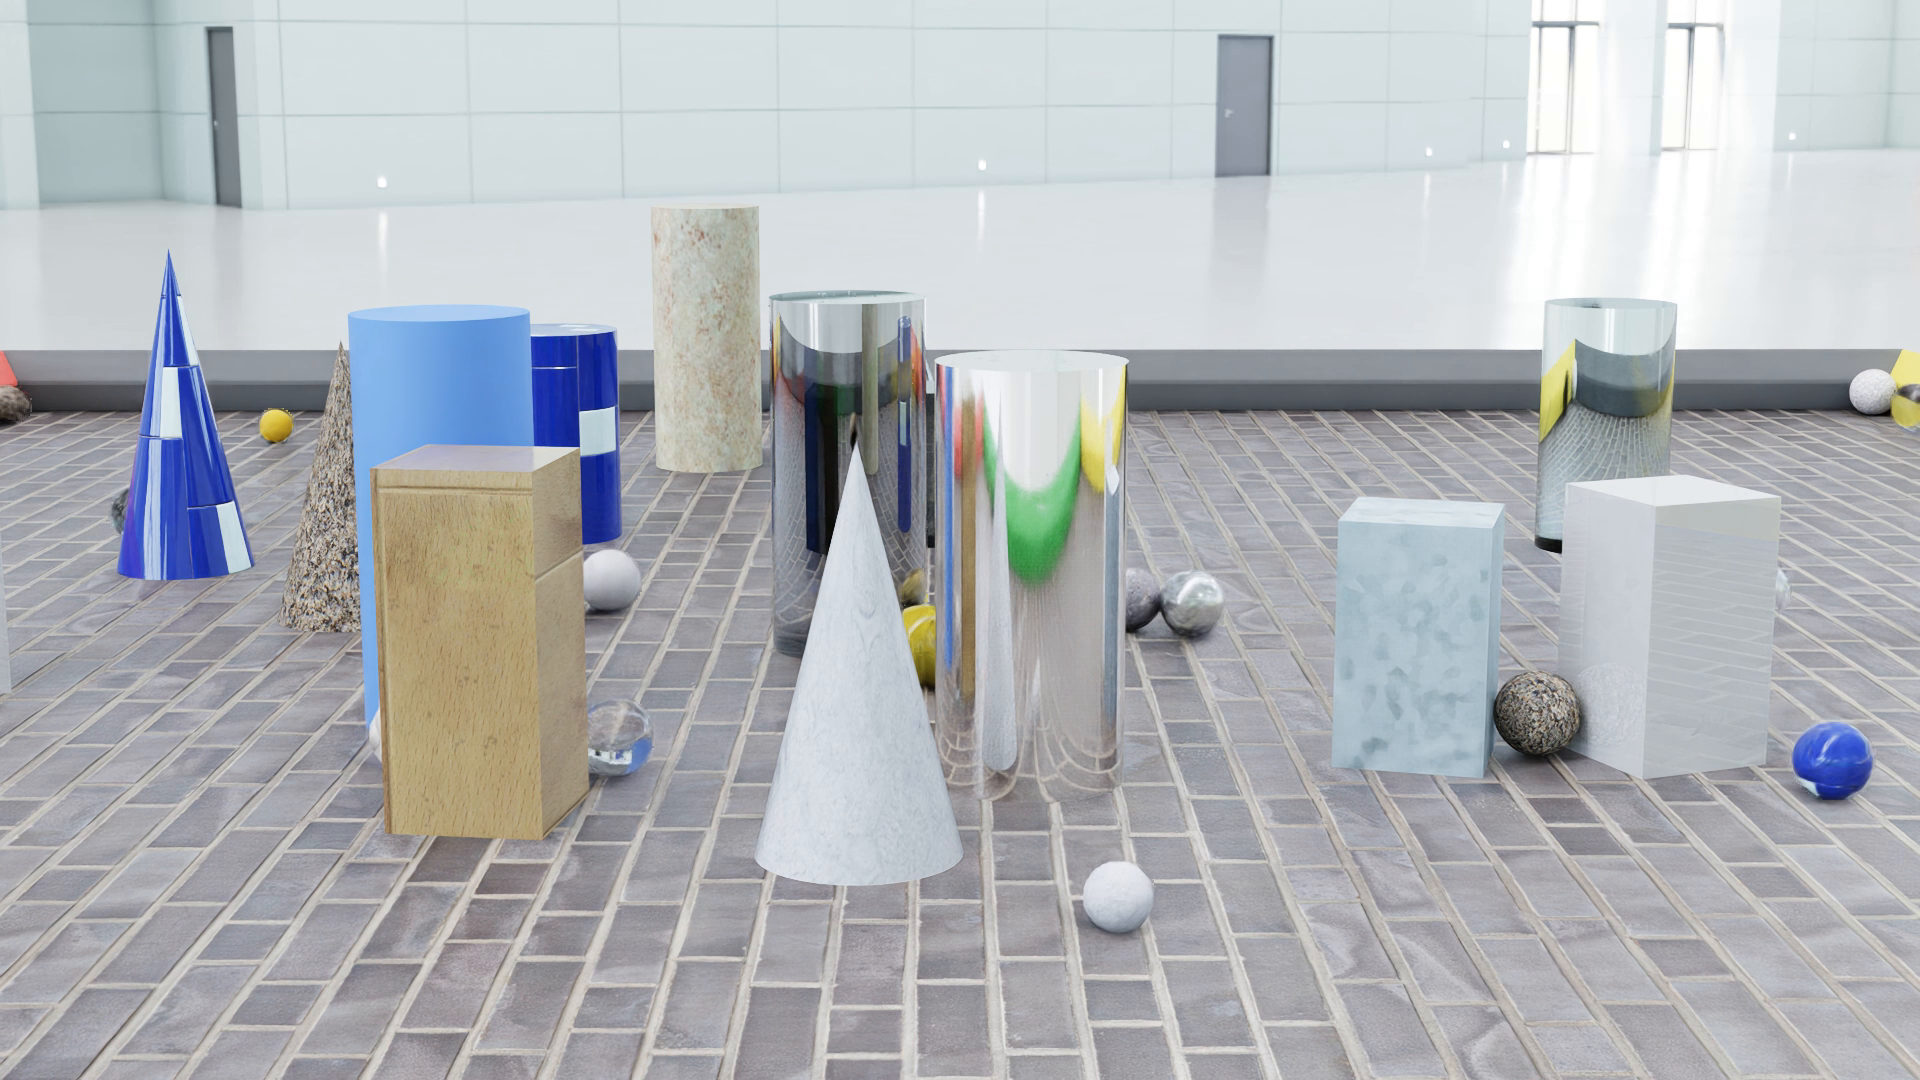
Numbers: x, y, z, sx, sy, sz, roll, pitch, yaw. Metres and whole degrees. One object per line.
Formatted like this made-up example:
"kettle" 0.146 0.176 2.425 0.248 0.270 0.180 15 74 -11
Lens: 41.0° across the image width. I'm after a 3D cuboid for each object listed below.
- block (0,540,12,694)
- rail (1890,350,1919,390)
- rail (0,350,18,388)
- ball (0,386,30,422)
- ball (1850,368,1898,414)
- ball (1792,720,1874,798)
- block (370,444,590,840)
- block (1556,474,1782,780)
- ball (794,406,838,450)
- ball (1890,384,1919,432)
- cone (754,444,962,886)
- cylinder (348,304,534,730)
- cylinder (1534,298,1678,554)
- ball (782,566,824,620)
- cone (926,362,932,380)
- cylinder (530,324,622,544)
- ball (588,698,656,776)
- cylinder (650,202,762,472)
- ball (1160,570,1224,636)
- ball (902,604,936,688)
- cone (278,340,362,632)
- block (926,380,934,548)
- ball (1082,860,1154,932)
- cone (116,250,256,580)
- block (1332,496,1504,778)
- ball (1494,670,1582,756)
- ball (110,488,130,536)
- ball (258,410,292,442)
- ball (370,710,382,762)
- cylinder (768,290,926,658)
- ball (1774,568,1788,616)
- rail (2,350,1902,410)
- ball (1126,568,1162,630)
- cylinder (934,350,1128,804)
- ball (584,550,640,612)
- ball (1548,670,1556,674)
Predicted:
"block" -1.217 -0.014 3.017 0.156 0.378 0.156 -5 11 -23
"rail" 2.000 0.031 3.460 0.045 0.127 4.112 0 11 0
"rail" -2.000 0.035 3.438 0.045 0.127 4.112 0 11 0
"ball" -1.954 -0.279 5.276 0.075 0.075 0.075 0 11 0
"ball" 1.920 -0.311 5.393 0.096 0.096 0.096 0 11 0
"ball" 0.876 0.221 2.576 0.078 0.078 0.078 0 11 0
"block" -0.463 0.095 2.494 0.156 0.354 0.156 2 11 8
"block" 0.747 0.088 2.721 0.156 0.286 0.156 -4 11 -21
"ball" -0.275 -0.213 4.898 0.084 0.084 0.084 0 11 0
"ball" 1.921 -0.267 5.153 0.097 0.097 0.097 0 11 0
"cone" -0.094 0.101 2.366 0.196 0.390 0.196 0 11 0
"cylinder" -0.570 -0.023 2.849 0.196 0.458 0.196 0 11 0
"cylinder" 0.979 -0.174 3.894 0.196 0.372 0.196 0 11 0
"ball" -0.201 0.071 3.403 0.071 0.071 0.071 0 11 0
"cone" -0.073 -0.204 4.262 0.196 0.298 0.196 0 11 0
"cylinder" -0.628 -0.166 3.991 0.196 0.323 0.196 0 11 0
"ball" -0.356 0.204 2.657 0.080 0.080 0.080 0 11 0
"cylinder" -0.462 -0.373 4.691 0.196 0.473 0.196 0 11 0
"ball" 0.299 0.081 3.312 0.083 0.083 0.083 0 11 0
"ball" -0.042 0.125 3.036 0.098 0.098 0.098 0 11 0
"cone" -0.811 -0.081 3.394 0.196 0.372 0.196 0 11 0
"block" -0.030 -0.120 3.973 0.156 0.237 0.156 -1 11 -8
"ball" 0.134 0.303 2.180 0.060 0.060 0.060 0 11 0
"cone" -1.136 -0.190 3.724 0.196 0.467 0.196 0 11 0
"block" 0.487 0.100 2.723 0.156 0.263 0.156 3 11 16
"ball" 0.615 0.184 2.735 0.092 0.092 0.092 0 11 0
"ball" -1.267 -0.039 3.959 0.084 0.084 0.084 0 11 0
"ball" -1.334 -0.223 5.003 0.064 0.064 0.064 0 11 0
"ball" -0.577 0.202 2.676 0.077 0.077 0.077 0 11 0
"cylinder" -0.140 -0.084 3.220 0.196 0.442 0.196 0 11 0
"ball" 1.057 0.066 3.402 0.081 0.081 0.081 0 11 0
"rail" -0.012 -0.338 5.447 4.048 0.127 0.045 0 11 0
"ball" 0.223 0.076 3.347 0.081 0.081 0.081 0 11 0
"cylinder" 0.072 0.032 2.618 0.196 0.433 0.196 0 11 0
"ball" -0.473 0.055 3.458 0.083 0.083 0.083 0 11 0
"ball" 0.659 0.178 2.827 0.071 0.071 0.071 0 11 0
